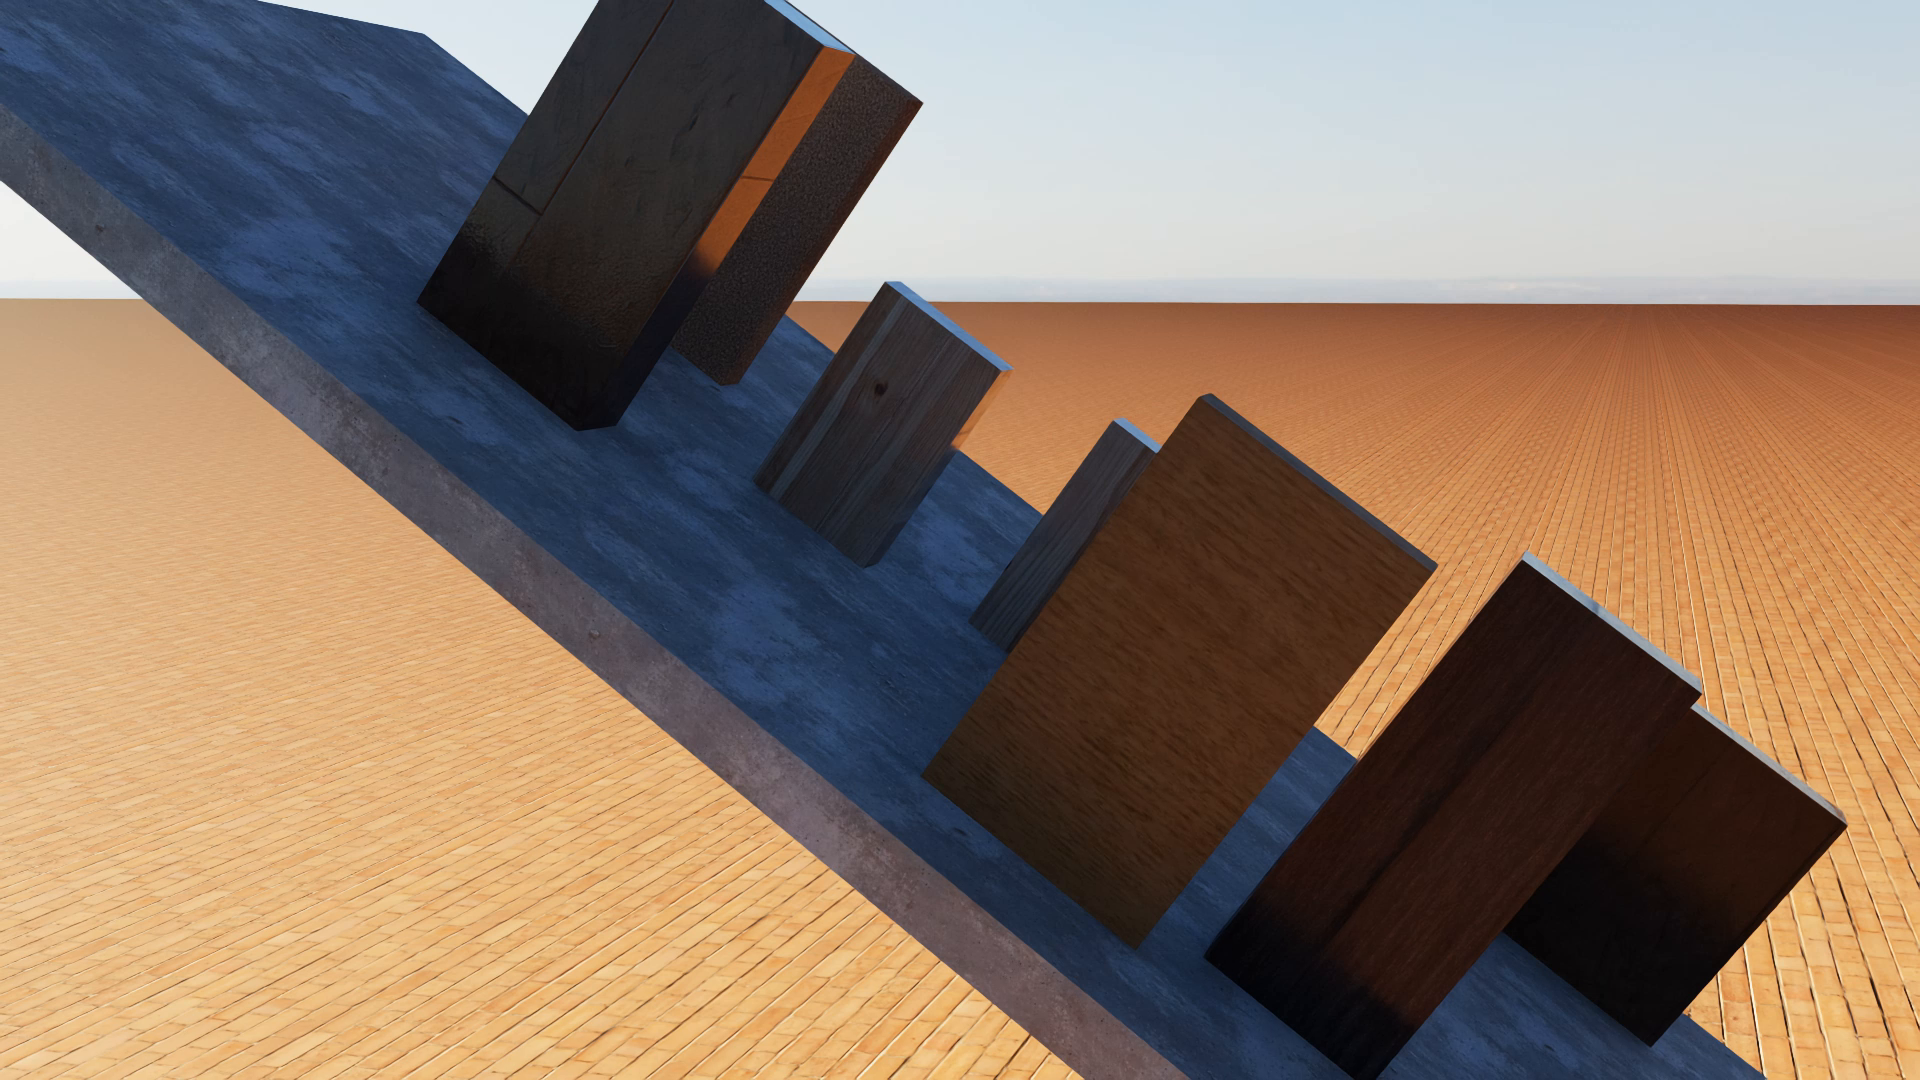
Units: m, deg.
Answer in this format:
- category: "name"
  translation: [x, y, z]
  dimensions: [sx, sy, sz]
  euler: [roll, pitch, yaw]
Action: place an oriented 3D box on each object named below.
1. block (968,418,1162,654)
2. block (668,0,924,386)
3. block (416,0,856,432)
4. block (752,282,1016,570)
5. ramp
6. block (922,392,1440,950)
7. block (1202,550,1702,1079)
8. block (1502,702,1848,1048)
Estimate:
- category: "block"
  translation: [0.311, 0.086, 3.989]
  dimensions: [0.403, 0.464, 0.085]
  euler: [38, 16, 10]
- category: "block"
  translation: [-0.422, -0.694, 4.344]
  dimensions: [0.385, 0.678, 0.089]
  euler: [38, 16, 10]
- category: "block"
  translation: [-0.544, -0.597, 3.652]
  dimensions: [0.364, 0.759, 0.146]
  euler: [38, 16, 10]
- category: "block"
  translation: [-0.141, -0.206, 3.943]
  dimensions: [0.264, 0.441, 0.086]
  euler: [38, 16, 10]
- category: "ramp"
  translation: [-0.075, 0.141, 4.075]
  dimensions: [4.000, 0.100, 2.000]
  euler: [38, 16, 10]
- category: "block"
  translation: [0.311, 0.195, 3.210]
  dimensions: [0.408, 0.710, 0.092]
  euler: [38, 16, 10]
- category: "block"
  translation: [0.727, 0.421, 3.289]
  dimensions: [0.312, 0.778, 0.118]
  euler: [38, 16, 10]
- category: "block"
  translation: [1.383, 0.637, 4.382]
  dimensions: [0.443, 0.588, 0.117]
  euler: [38, 16, 10]
